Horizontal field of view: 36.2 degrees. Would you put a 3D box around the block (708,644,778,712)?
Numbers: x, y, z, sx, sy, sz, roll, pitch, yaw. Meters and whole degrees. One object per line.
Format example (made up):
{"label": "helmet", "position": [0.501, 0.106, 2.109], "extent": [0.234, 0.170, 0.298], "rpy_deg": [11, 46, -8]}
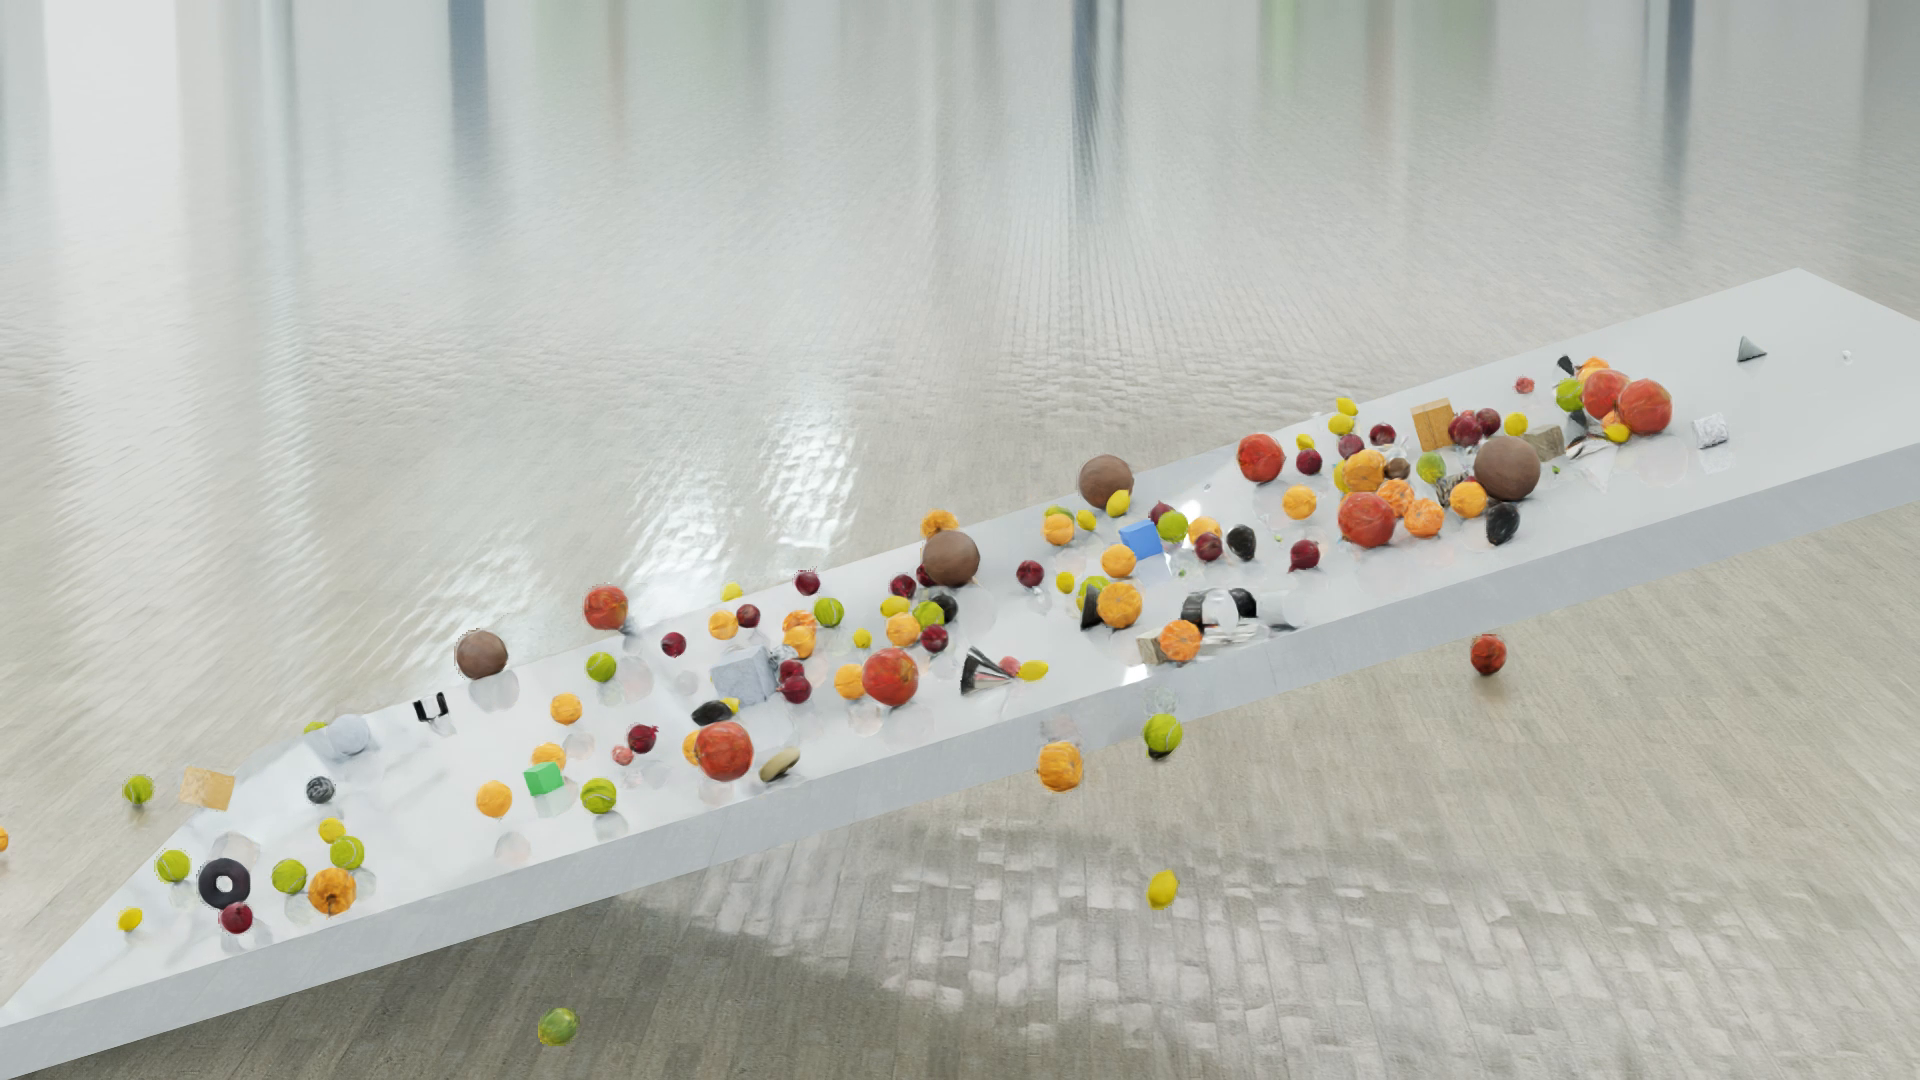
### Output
{"label": "block", "position": [-0.452, 0.289, 6.153], "extent": [0.099, 0.099, 0.099], "rpy_deg": [-16, 11, 14]}

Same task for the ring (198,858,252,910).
{"label": "ring", "position": [-1.446, 0.676, 5.785], "extent": [0.104, 0.104, 0.035], "rpy_deg": [-3, -11, -13]}

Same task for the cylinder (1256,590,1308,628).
{"label": "cylinder", "position": [0.583, 0.125, 5.321], "extent": [0.067, 0.067, 0.067], "rpy_deg": [-10, 2, -40]}

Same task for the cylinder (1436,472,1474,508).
{"label": "cylinder", "position": [0.980, -0.100, 5.828], "extent": [0.059, 0.059, 0.059], "rpy_deg": [-13, 5, 25]}

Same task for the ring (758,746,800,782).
{"label": "ring", "position": [-0.333, 0.414, 5.437], "extent": [0.089, 0.030, 0.089], "rpy_deg": [-37, -8, -6]}

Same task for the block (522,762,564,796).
{"label": "block", "position": [-0.844, 0.483, 5.957], "extent": [0.051, 0.051, 0.051], "rpy_deg": [-27, 14, -40]}

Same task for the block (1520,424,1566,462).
{"label": "block", "position": [1.185, -0.196, 5.973], "extent": [0.059, 0.059, 0.059], "rpy_deg": [-22, 11, -21]}

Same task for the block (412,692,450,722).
{"label": "block", "position": [-1.277, 0.403, 7.102], "extent": [0.053, 0.053, 0.053], "rpy_deg": [-10, 13, 37]}

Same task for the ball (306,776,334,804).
{"label": "ball", "position": [-1.422, 0.556, 6.534], "extent": [0.062, 0.062, 0.062], "rpy_deg": [0, 12, 0]}

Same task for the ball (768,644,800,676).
{"label": "ball", "position": [-0.370, 0.251, 6.172], "extent": [0.065, 0.065, 0.065], "rpy_deg": [0, 12, 0]}

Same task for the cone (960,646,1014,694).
{"label": "cone", "position": [0.061, 0.257, 5.597], "extent": [0.096, 0.096, 0.096], "rpy_deg": [12, 14, 11]}

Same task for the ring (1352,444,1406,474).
{"label": "ring", "position": [0.909, -0.175, 6.391], "extent": [0.121, 0.040, 0.121], "rpy_deg": [-17, 11, 3]}

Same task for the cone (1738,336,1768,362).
{"label": "cone", "position": [1.691, -0.402, 6.263], "extent": [0.059, 0.059, 0.059], "rpy_deg": [11, 13, 8]}

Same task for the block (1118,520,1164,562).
{"label": "block", "position": [0.387, 0.001, 6.300], "extent": [0.066, 0.066, 0.066], "rpy_deg": [-20, 11, -9]}

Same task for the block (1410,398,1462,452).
{"label": "block", "position": [1.041, -0.252, 6.433], "extent": [0.087, 0.087, 0.087], "rpy_deg": [-17, 11, 9]}

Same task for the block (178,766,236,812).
{"label": "block", "position": [-1.713, 0.566, 6.687], "extent": [0.080, 0.080, 0.080], "rpy_deg": [6, -12, 37]}

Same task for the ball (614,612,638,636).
{"label": "ball", "position": [-0.832, 0.209, 7.333], "extent": [0.056, 0.056, 0.056], "rpy_deg": [0, 12, 0]}

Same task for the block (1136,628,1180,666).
{"label": "block", "position": [0.363, 0.194, 5.382], "extent": [0.052, 0.052, 0.052], "rpy_deg": [-23, 12, -26]}

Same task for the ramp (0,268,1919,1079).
{"label": "ramp", "position": [0.101, 0.182, 6.310], "extent": [4.000, 0.100, 2.000], "rpy_deg": [-17, 10, 5]}

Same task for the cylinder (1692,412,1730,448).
{"label": "cylinder", "position": [1.435, -0.209, 5.627], "extent": [0.054, 0.054, 0.054], "rpy_deg": [-18, 12, 1]}

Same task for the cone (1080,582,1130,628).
{"label": "cone", "position": [0.292, 0.137, 5.828], "extent": [0.093, 0.093, 0.093], "rpy_deg": [9, 12, 2]}

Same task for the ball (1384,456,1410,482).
{"label": "ball", "position": [0.921, -0.147, 6.186], "extent": [0.055, 0.055, 0.055], "rpy_deg": [0, 12, 0]}

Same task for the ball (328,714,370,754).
{"label": "ball", "position": [-1.449, 0.460, 6.981], "extent": [0.096, 0.096, 0.096], "rpy_deg": [0, 12, 0]}

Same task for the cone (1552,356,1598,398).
{"label": "cone", "position": [1.376, -0.355, 6.516], "extent": [0.094, 0.094, 0.094], "rpy_deg": [6, 9, -19]}

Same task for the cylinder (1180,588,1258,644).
{"label": "cylinder", "position": [0.473, 0.138, 5.351], "extent": [0.100, 0.100, 0.100], "rpy_deg": [-9, 3, -38]}
